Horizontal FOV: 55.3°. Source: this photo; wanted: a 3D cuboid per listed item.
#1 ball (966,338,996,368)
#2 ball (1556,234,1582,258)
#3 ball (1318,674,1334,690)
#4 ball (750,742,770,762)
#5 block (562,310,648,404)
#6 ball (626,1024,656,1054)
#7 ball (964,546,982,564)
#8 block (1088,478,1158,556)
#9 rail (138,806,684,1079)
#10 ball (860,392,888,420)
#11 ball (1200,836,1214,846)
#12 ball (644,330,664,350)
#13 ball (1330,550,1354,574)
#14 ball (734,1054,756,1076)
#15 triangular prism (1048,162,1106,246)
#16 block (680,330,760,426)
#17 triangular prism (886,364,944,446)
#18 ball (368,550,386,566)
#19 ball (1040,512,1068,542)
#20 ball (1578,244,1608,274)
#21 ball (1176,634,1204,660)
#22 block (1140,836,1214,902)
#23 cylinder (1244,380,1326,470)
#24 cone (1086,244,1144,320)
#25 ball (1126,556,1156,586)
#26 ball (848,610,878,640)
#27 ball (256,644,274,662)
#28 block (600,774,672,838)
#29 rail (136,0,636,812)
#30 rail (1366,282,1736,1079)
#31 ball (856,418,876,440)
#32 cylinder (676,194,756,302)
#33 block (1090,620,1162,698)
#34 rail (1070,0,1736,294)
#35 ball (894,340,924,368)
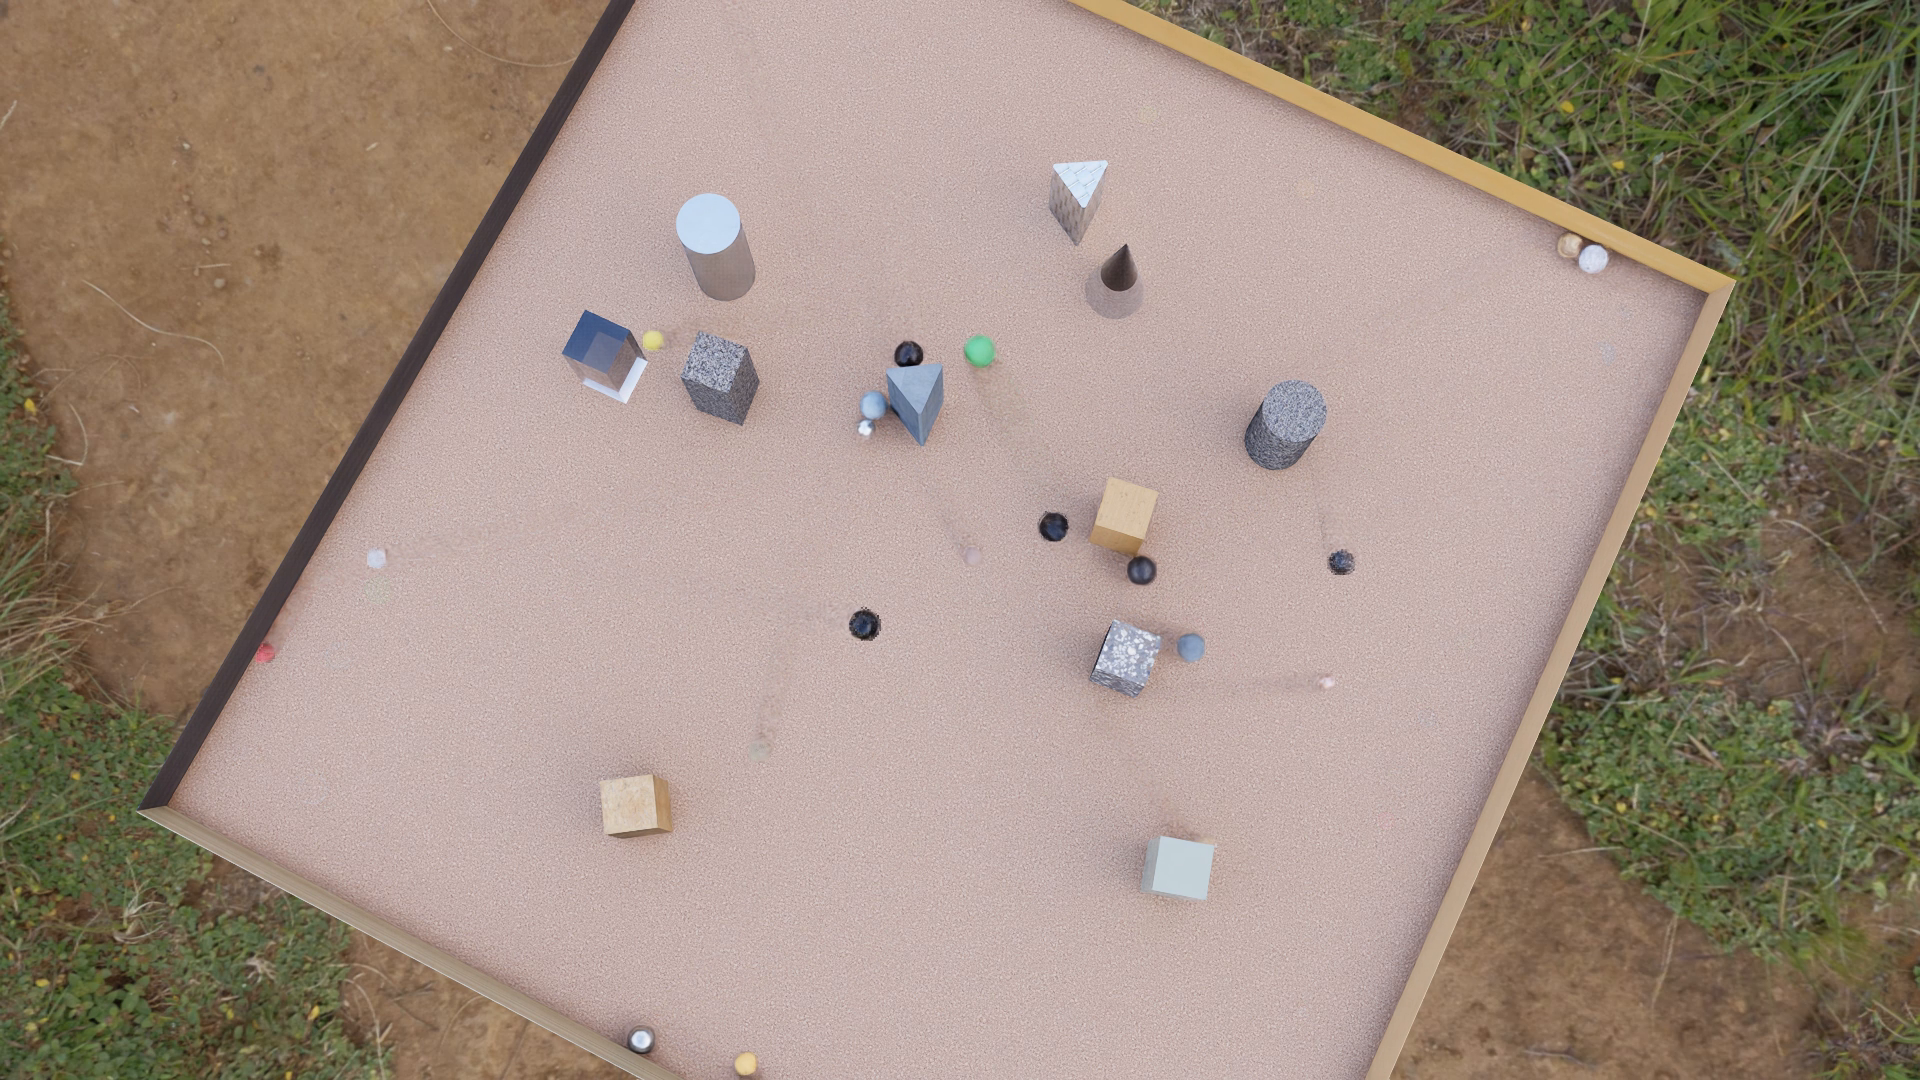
[{"bbox_3d":[0.064,-0.582,5.690,0.091,0.091,0.091,0,78,0],"label":"ball"},{"bbox_3d":[1.918,-0.924,5.769,0.077,0.077,0.077,0,78,0],"label":"ball"},{"bbox_3d":[1.101,0.426,5.506,0.044,0.044,0.044,0,78,0],"label":"ball"},{"bbox_3d":[-0.595,0.630,5.457,0.057,0.057,0.057,0,78,0],"label":"ball"},{"bbox_3d":[-1.076,-0.554,5.570,0.150,0.316,0.150,25,79,5],"label":"block"},{"bbox_3d":[-0.916,1.438,5.276,0.084,0.084,0.084,0,78,0],"label":"ball"},{"bbox_3d":[0.040,0.048,5.578,0.055,0.055,0.055,0,78,0],"label":"ball"},{"bbox_3d":[0.488,-0.068,5.498,0.150,0.259,0.150,18,79,4],"label":"block"},{"bbox_3d":[-0.794,1.561,5.230,3.563,0.122,0.045,26,80,5],"label":"rail"},{"bbox_3d":[-0.265,-0.414,5.658,0.086,0.086,0.086,0,78,0],"label":"ball"},{"bbox_3d":[0.728,0.896,5.408,0.045,0.045,0.045,0,78,0],"label":"ball"},{"bbox_3d":[-0.954,-0.625,5.716,0.059,0.059,0.059,0,78,0],"label":"ball"},{"bbox_3d":[1.160,0.067,5.565,0.074,0.074,0.074,0,78,0],"label":"ball"},{"bbox_3d":[-0.617,1.509,5.273,0.062,0.062,0.062,0,78,0],"label":"ball"},{"bbox_3d":[0.385,-1.069,5.673,0.141,0.323,0.163,-33,80,-6],"label":"triangular prism"},{"bbox_3d":[-0.721,-0.485,5.534,0.150,0.358,0.150,20,79,4],"label":"block"},{"bbox_3d":[-0.109,-0.433,5.512,0.141,0.379,0.163,-36,81,-7],"label":"triangular prism"},{"bbox_3d":[-1.774,0.056,5.579,0.051,0.051,0.051,0,78,0],"label":"ball"},{"bbox_3d":[0.286,-0.038,5.579,0.089,0.089,0.089,0,78,0],"label":"ball"},{"bbox_3d":[1.989,-0.882,5.753,0.089,0.089,0.089,0,78,0],"label":"ball"},{"bbox_3d":[0.692,0.321,5.508,0.083,0.083,0.083,0,78,0],"label":"ball"},{"bbox_3d":[0.618,0.943,5.243,0.150,0.349,0.150,10,79,2],"label":"block"},{"bbox_3d":[0.976,-0.342,5.511,0.188,0.344,0.188,0,78,0],"label":"cylinder"},{"bbox_3d":[0.488,-0.828,5.574,0.188,0.418,0.188,0,78,0],"label":"cone"},{"bbox_3d":[0.549,0.092,5.551,0.090,0.090,0.090,0,78,0],"label":"ball"},{"bbox_3d":[-0.290,0.257,5.517,0.091,0.091,0.091,0,78,0],"label":"ball"},{"bbox_3d":[-2.094,0.340,5.518,0.054,0.054,0.054,0,78,0],"label":"ball"},{"bbox_3d":[-0.936,0.775,5.313,0.150,0.280,0.150,-7,78,-2],"label":"block"},{"bbox_3d":[-1.572,-0.763,5.711,0.045,0.122,3.598,26,80,5],"label":"rail"},{"bbox_3d":[1.572,0.776,5.392,0.045,0.122,3.598,26,80,5],"label":"rail"},{"bbox_3d":[-0.291,-0.342,5.655,0.063,0.063,0.063,0,78,0],"label":"ball"},{"bbox_3d":[-0.739,-0.886,5.584,0.188,0.422,0.188,0,78,0],"label":"cylinder"},{"bbox_3d":[0.486,0.352,5.395,0.150,0.291,0.150,21,79,4],"label":"block"},{"bbox_3d":[0.794,-1.548,5.873,3.563,0.122,0.045,26,80,5],"label":"rail"},{"bbox_3d":[-0.158,-0.572,5.688,0.091,0.091,0.091,0,78,0],"label":"ball"}]
